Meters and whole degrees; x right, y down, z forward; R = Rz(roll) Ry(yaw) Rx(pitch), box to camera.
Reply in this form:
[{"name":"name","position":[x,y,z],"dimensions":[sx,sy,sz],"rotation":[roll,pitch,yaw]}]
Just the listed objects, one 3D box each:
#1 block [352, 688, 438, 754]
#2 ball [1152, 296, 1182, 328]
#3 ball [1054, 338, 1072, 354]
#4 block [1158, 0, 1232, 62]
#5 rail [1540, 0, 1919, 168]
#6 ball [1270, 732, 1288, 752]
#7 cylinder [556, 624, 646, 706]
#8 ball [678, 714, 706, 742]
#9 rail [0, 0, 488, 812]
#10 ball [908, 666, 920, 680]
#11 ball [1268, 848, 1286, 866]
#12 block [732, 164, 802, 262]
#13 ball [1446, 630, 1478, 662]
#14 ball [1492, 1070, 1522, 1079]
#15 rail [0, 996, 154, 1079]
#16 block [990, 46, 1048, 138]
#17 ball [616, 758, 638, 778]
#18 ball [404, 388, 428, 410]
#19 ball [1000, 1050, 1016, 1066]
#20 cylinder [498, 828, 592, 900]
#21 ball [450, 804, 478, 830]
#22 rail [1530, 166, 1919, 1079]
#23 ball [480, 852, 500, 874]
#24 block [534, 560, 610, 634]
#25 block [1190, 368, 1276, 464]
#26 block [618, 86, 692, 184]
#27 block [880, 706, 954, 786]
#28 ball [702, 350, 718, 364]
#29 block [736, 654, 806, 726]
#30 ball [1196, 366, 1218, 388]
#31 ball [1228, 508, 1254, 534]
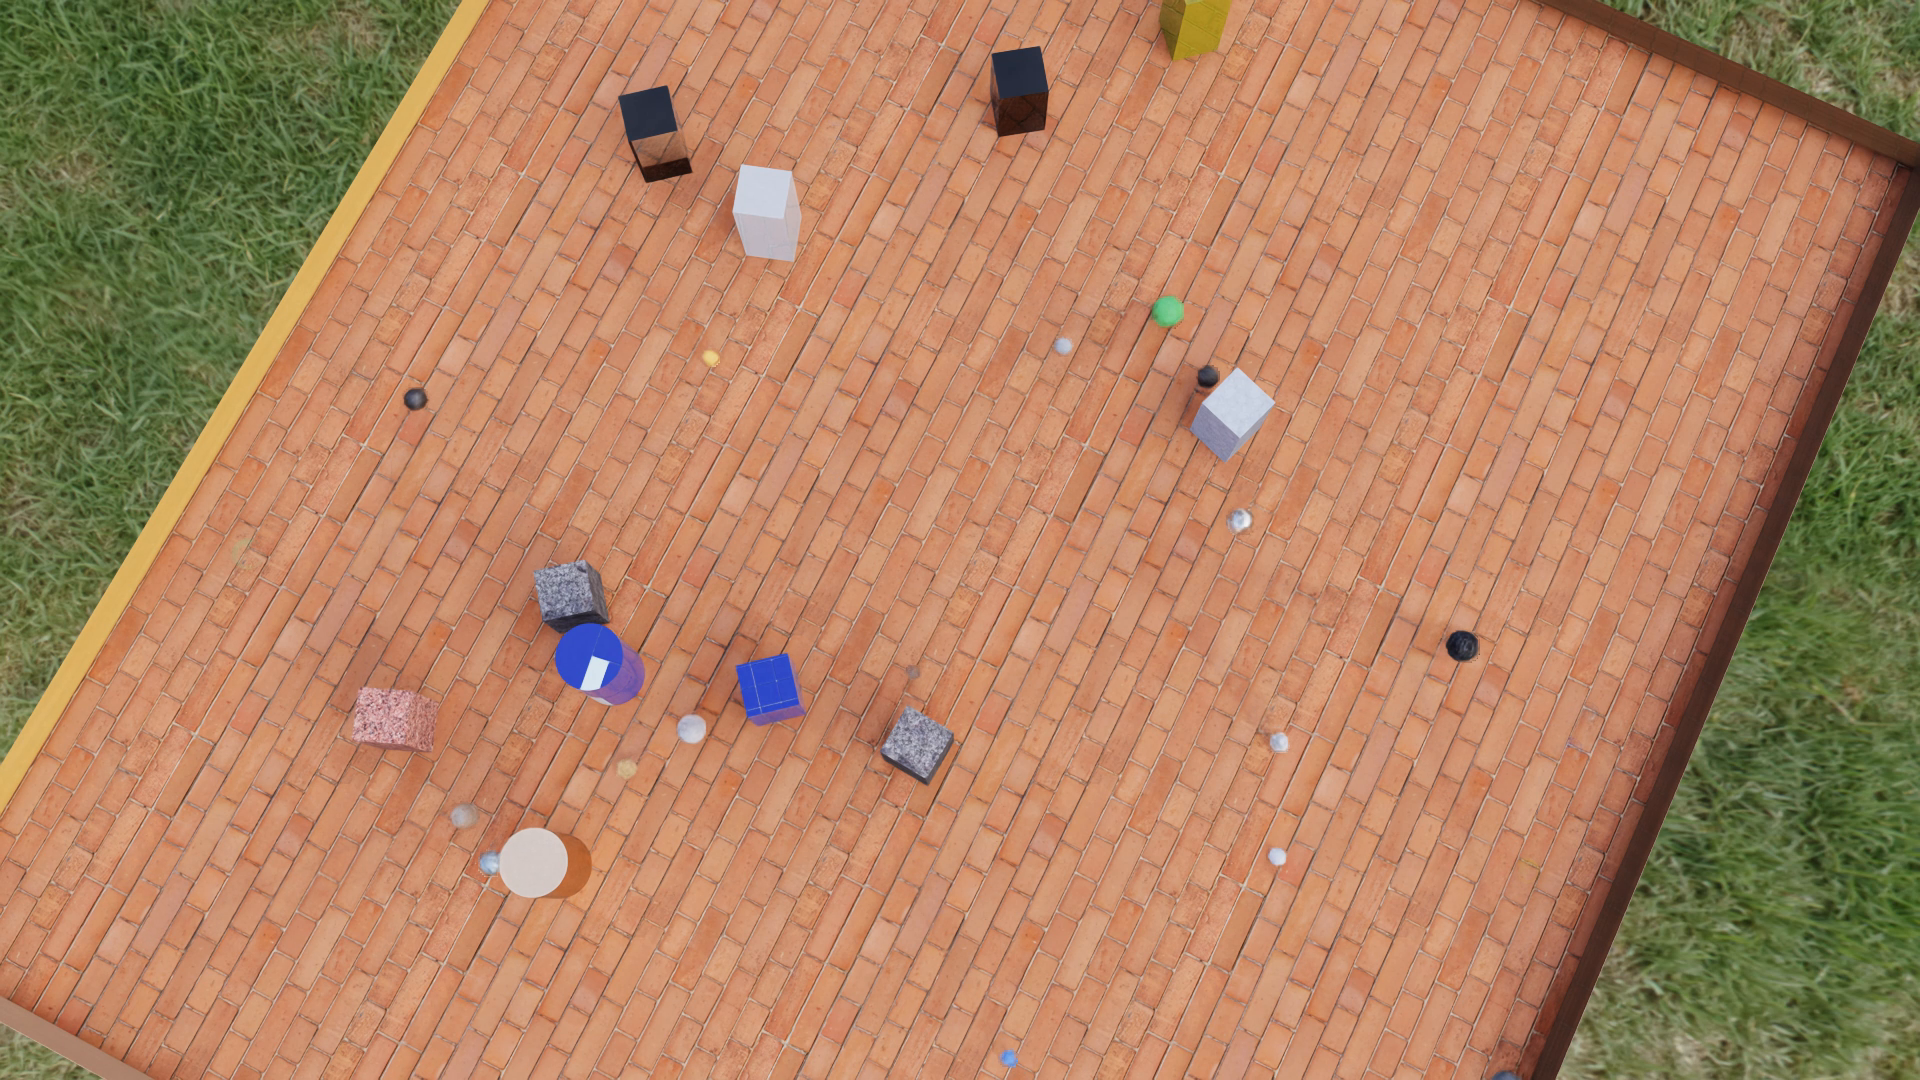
[{"name":"block","position":[-1.650,0.529,5.366],"dimensions":[0.153,0.277,0.153],"rotation":[4,78,1]},{"name":"ball","position":[0.646,-0.712,5.715],"dimensions":[0.095,0.095,0.095],"rotation":[0,78,0]},{"name":"ball","position":[0.321,-0.606,5.715],"dimensions":[0.052,0.052,0.052],"rotation":[0,78,0]},{"name":"block","position":[0.741,-1.680,5.773],"dimensions":[0.153,0.373,0.153],"rotation":[-15,79,-3]},{"name":"rail","position":[1.097,-2.142,5.995],"dimensions":[4.408,0.124,0.045],"rotation":[26,80,5]},{"name":"ball","position":[0.952,0.603,5.463],"dimensions":[0.055,0.055,0.055],"rotation":[0,78,0]},{"name":"cylinder","position":[-1.046,0.367,5.350],"dimensions":[0.191,0.373,0.191],"rotation":[0,78,0]},{"name":"ball","position":[-0.797,0.561,5.457],"dimensions":[0.086,0.086,0.086],"rotation":[0,78,0]},{"name":"rail","position":[-1.950,-0.948,5.748],"dimensions":[0.045,0.124,4.953],"rotation":[26,80,5]},{"name":"ball","position":[-0.138,0.399,5.513],"dimensions":[0.040,0.040,0.040],"rotation":[0,78,0]},{"name":"ball","position":[0.935,0.933,5.397],"dimensions":[0.052,0.052,0.052],"rotation":[0,78,0]},{"name":"block","position":[-0.590,-1.002,5.639],"dimensions":[0.153,0.361,0.153],"rotation":[8,78,2]},{"name":"ball","position":[1.509,0.319,5.503],"dimensions":[0.093,0.093,0.093],"rotation":[0,78,0]},{"name":"ball","position":[1.565,1.568,5.243],"dimensions":[0.096,0.096,0.096],"rotation":[0,78,0]},{"name":"rail","position":[-1.097,2.155,5.106],"dimensions":[4.408,0.124,0.045],"rotation":[26,80,5]},{"name":"block","position":[0.185,-1.408,5.765],"dimensions":[0.153,0.280,0.153],"rotation":[-9,78,-2]},{"name":"ball","position":[-0.989,0.678,5.445],"dimensions":[0.060,0.060,0.060],"rotation":[0,78,0]},{"name":"ball","position":[-1.685,-0.435,5.671],"dimensions":[0.069,0.069,0.069],"rotation":[0,78,0]},{"name":"ball","position":[0.138,1.493,5.285],"dimensions":[0.044,0.044,0.044],"rotation":[0,78,0]},{"name":"cylinder","position":[-1.183,0.929,5.249],"dimensions":[0.191,0.343,0.191],"rotation":[0,78,0]},{"name":"ball","position":[-1.464,0.816,5.409],"dimensions":[0.076,0.076,0.076],"rotation":[0,78,0]},{"name":"rail","position":[1.950,0.962,5.353],"dimensions":[0.045,0.124,4.953],"rotation":[26,80,5]},{"name":"ball","position":[-1.377,0.949,5.385],"dimensions":[0.068,0.068,0.068],"rotation":[0,78,0]},{"name":"block","position":[-1.155,0.171,5.459],"dimensions":[0.153,0.240,0.153],"rotation":[-12,79,-3]},{"name":"block","position":[0.820,-0.373,5.539],"dimensions":[0.153,0.303,0.153],"rotation":[44,82,8]},{"name":"block","position":[-0.947,-1.262,5.714],"dimensions":[0.153,0.319,0.153],"rotation":[-13,79,-3]},{"name":"block","position":[-0.123,0.602,5.341],"dimensions":[0.153,0.296,0.153],"rotation":[30,80,6]},{"name":"ball","position":[-0.778,-0.570,5.710],"dimensions":[0.048,0.048,0.048],"rotation":[0,78,0]},{"name":"block","position":[-0.553,0.443,5.391],"dimensions":[0.153,0.262,0.153],"rotation":[-14,79,-3]},{"name":"ball","position":[0.768,-0.505,5.687],"dimensions":[0.067,0.067,0.067],"rotation":[0,78,0]},{"name":"ball","position":[0.858,-0.059,5.588],"dimensions":[0.080,0.080,0.080],"rotation":[0,78,0]}]
